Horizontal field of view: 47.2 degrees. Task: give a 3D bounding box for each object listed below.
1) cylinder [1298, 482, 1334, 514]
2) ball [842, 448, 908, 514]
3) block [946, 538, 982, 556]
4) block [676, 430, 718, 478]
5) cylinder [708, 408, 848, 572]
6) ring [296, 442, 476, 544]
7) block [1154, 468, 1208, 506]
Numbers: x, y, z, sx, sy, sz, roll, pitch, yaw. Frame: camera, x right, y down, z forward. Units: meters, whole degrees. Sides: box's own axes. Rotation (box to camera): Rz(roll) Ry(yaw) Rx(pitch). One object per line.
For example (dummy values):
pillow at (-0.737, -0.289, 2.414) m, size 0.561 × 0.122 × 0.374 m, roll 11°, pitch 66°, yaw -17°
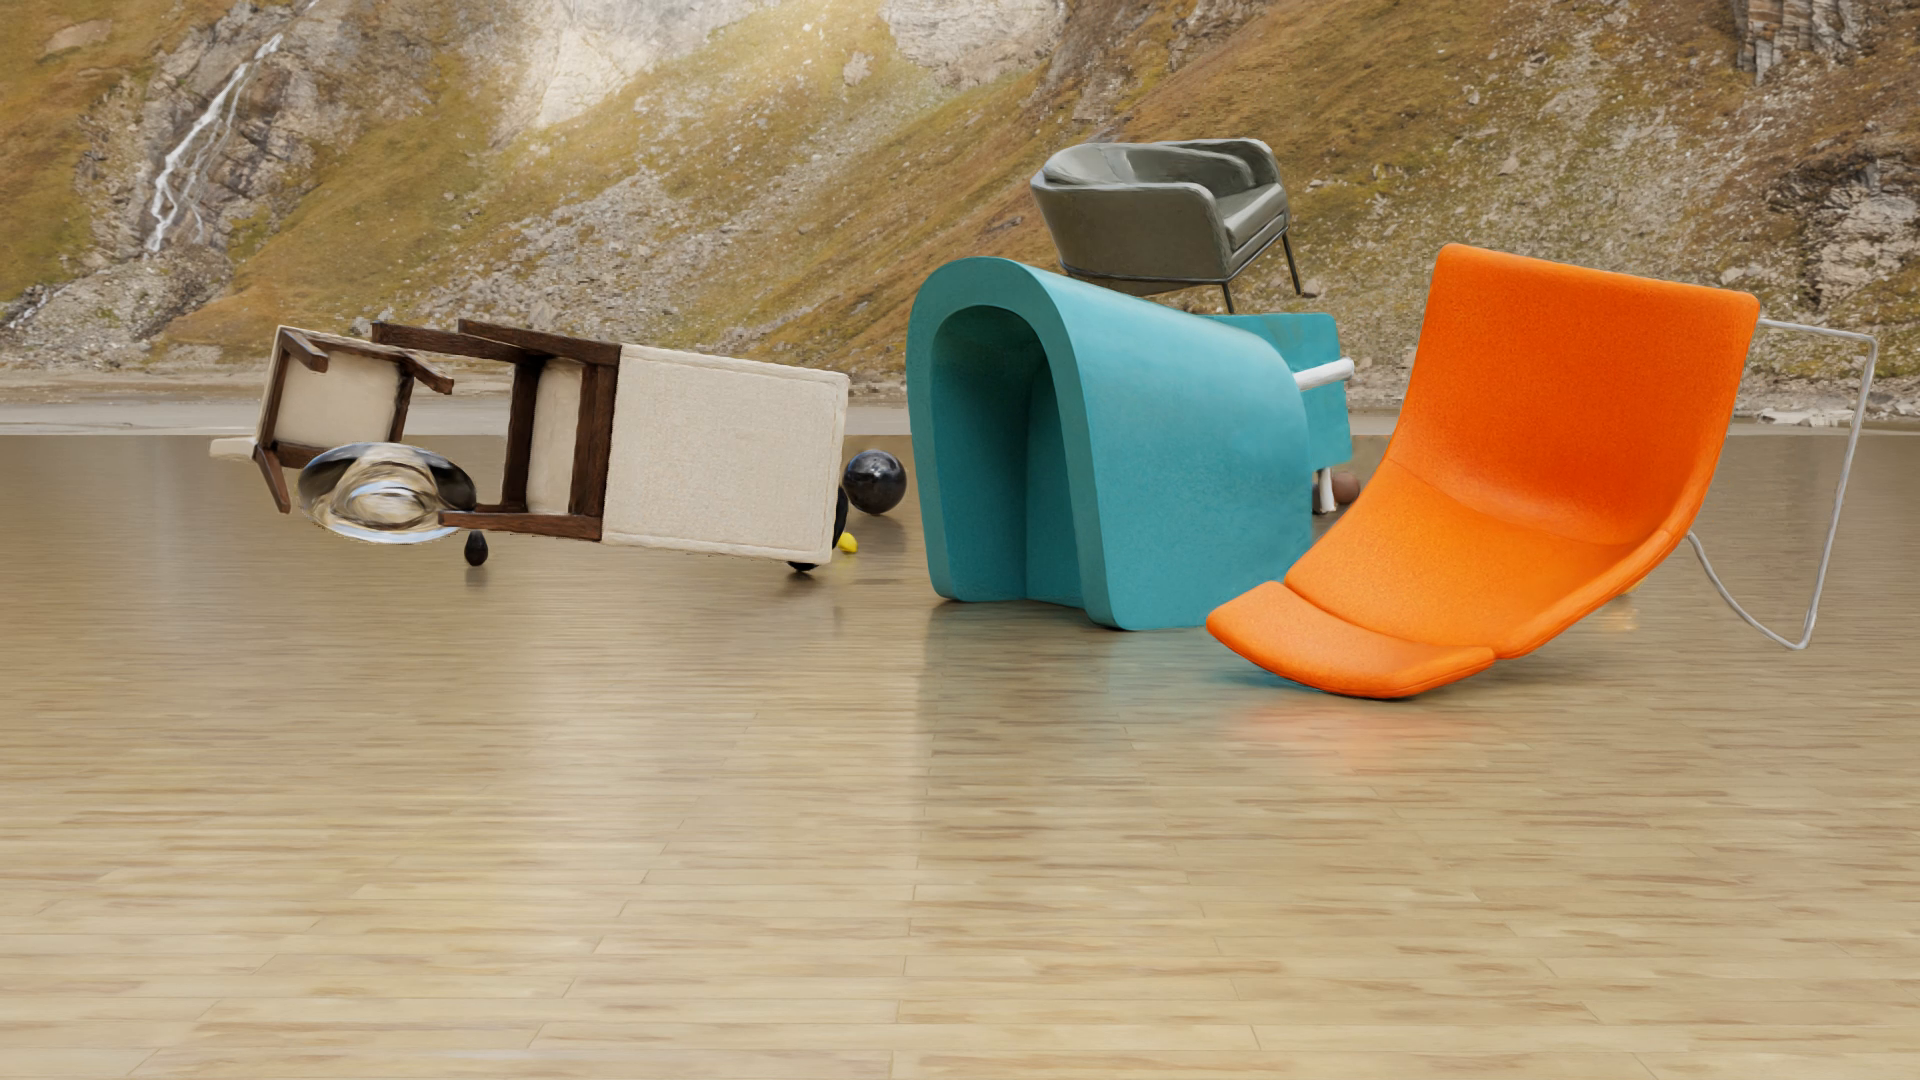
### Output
cylinder at (1.277, -0.148, 7.886) m, size 0.111 × 0.113 × 0.063 m, roll 31°, pitch -15°, yaw -34°
ball at (-0.306, -0.209, 7.884) m, size 0.234 × 0.234 × 0.234 m, roll 0°, pitch 4°, yaw 0°
block at (0.013, 0.018, 5.970) m, size 0.060 × 0.042 × 0.085 m, roll 3°, pitch 5°, yaw 35°
block at (-0.636, -0.209, 5.323) m, size 0.077 × 0.064 × 0.072 m, roll 23°, pitch 33°, yaw -29°
cylinder at (-0.444, -0.124, 5.398) m, size 0.191 × 0.289 × 0.308 m, roll -22°, pitch -48°, yaw 26°
ring at (-1.229, -0.098, 4.727) m, size 0.348 × 0.099 × 0.394 m, roll -24°, pitch -30°, yaw 31°
block at (0.851, -0.204, 8.484) m, size 0.153 × 0.111 × 0.209 m, roll 12°, pitch 3°, yaw -4°
